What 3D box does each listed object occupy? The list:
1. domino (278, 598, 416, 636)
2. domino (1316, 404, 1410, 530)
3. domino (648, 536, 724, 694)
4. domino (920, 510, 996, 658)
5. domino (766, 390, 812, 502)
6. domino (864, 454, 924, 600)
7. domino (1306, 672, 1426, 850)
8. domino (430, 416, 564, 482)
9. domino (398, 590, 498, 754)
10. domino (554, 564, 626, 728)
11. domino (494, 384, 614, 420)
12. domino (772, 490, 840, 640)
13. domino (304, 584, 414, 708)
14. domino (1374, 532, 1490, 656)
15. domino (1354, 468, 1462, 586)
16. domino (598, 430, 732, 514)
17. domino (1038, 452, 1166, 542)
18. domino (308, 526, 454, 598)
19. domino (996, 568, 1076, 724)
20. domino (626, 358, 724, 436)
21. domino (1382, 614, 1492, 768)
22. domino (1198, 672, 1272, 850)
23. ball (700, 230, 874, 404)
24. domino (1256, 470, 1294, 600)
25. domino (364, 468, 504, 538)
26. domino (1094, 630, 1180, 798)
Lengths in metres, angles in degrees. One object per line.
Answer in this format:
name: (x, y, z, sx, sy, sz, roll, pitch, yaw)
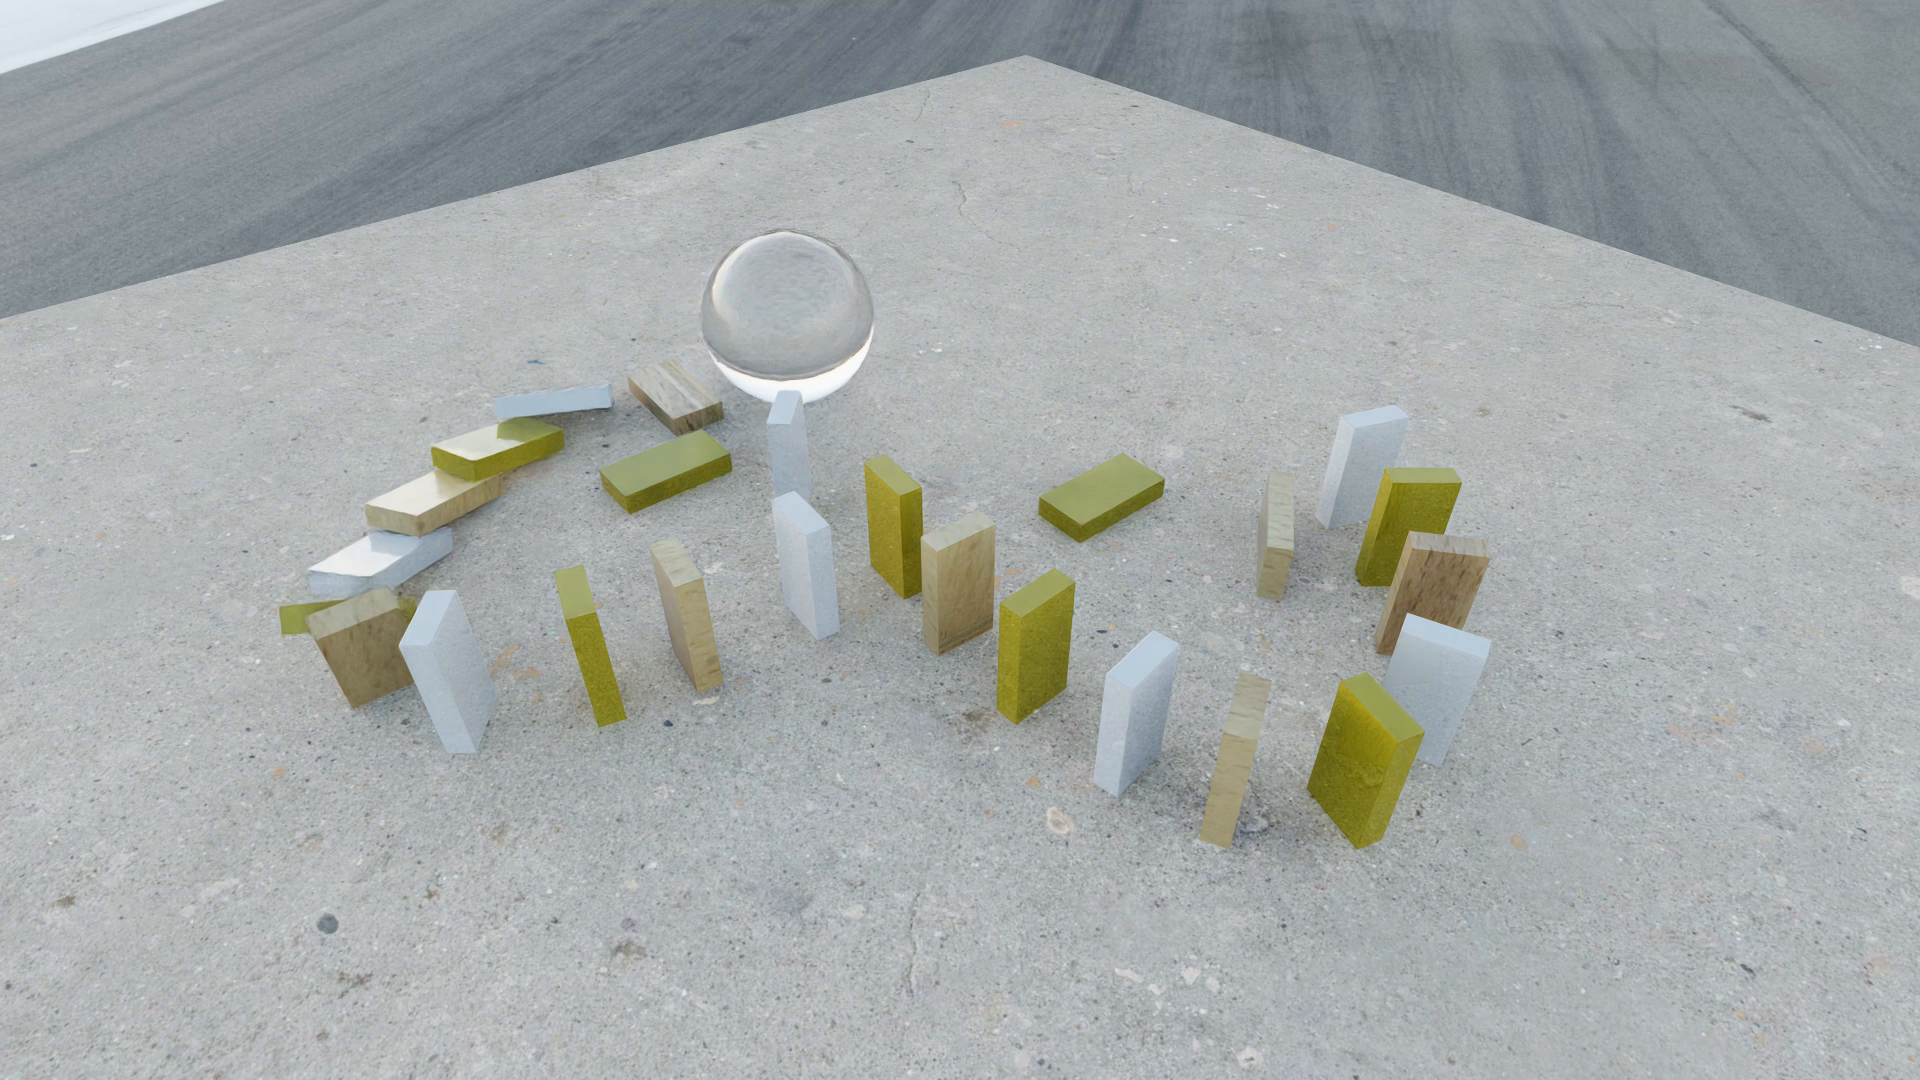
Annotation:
domino: (-0.214, 0.026, 0.387, 0.025, 0.010, 0.050, -6, -2, -7)
domino: (0.163, -0.029, 0.447, 0.025, 0.050, 0.010, -12, 41, -14)
domino: (-0.094, 0.026, 0.379, 0.009, 0.050, 0.025, -21, 44, -24)
domino: (-0.001, 0.016, 0.392, 0.025, 0.050, 0.009, -25, 46, -27)
domino: (-0.070, -0.034, 0.452, 0.009, 0.050, 0.025, 2, 39, 3)
domino: (-0.025, -0.005, 0.417, 0.009, 0.050, 0.025, -23, 45, -26)
domino: (0.121, 0.067, 0.330, 0.009, 0.050, 0.025, -15, 42, -18)
domino: (-0.202, -0.041, 0.484, 0.025, 0.010, 0.050, 19, 28, 21)
domino: (-0.166, 0.043, 0.358, 0.009, 0.050, 0.025, -1, 39, -2)
domino: (-0.123, 0.036, 0.368, 0.010, 0.050, 0.025, -16, 42, -18)
domino: (-0.189, -0.065, 0.513, 0.050, 0.010, 0.025, -8, 13, -13)
domino: (-0.056, 0.010, 0.400, 0.010, 0.050, 0.025, -25, 45, -27)
domino: (-0.197, 0.036, 0.367, 0.025, 0.050, 0.010, -26, 67, -28)
domino: (0.165, 0.021, 0.386, 0.025, 0.050, 0.009, 7, 40, 9)
domino: (0.169, -0.004, 0.417, 0.025, 0.050, 0.009, 0, 39, 0)
domino: (-0.128, -0.031, 0.481, 0.050, 0.010, 0.025, -27, 47, -29)
domino: (0.060, -0.018, 0.466, 0.050, 0.009, 0.025, -28, 47, -30)
domino: (-0.222, 0.007, 0.423, 0.025, 0.009, 0.050, 6, 23, 8)
domino: (0.025, 0.036, 0.368, 0.025, 0.050, 0.009, -30, 48, -32)
domino: (-0.137, -0.069, 0.528, 0.025, 0.010, 0.050, -26, 46, -28)
domino: (0.149, 0.049, 0.352, 0.025, 0.050, 0.009, 20, 43, 22)
domino: (0.082, 0.067, 0.330, 0.009, 0.050, 0.025, 14, 41, 16)
ball: (-0.080, -0.103, 0.514, 0.080, 0.080, 0.080, 0, 39, 0)
domino: (0.125, -0.003, 0.434, 0.009, 0.025, 0.050, 8, 40, 10)
domino: (-0.216, -0.017, 0.455, 0.025, 0.009, 0.050, 12, 26, 14)
domino: (0.055, 0.055, 0.344, 0.009, 0.050, 0.025, 29, 47, 31)
